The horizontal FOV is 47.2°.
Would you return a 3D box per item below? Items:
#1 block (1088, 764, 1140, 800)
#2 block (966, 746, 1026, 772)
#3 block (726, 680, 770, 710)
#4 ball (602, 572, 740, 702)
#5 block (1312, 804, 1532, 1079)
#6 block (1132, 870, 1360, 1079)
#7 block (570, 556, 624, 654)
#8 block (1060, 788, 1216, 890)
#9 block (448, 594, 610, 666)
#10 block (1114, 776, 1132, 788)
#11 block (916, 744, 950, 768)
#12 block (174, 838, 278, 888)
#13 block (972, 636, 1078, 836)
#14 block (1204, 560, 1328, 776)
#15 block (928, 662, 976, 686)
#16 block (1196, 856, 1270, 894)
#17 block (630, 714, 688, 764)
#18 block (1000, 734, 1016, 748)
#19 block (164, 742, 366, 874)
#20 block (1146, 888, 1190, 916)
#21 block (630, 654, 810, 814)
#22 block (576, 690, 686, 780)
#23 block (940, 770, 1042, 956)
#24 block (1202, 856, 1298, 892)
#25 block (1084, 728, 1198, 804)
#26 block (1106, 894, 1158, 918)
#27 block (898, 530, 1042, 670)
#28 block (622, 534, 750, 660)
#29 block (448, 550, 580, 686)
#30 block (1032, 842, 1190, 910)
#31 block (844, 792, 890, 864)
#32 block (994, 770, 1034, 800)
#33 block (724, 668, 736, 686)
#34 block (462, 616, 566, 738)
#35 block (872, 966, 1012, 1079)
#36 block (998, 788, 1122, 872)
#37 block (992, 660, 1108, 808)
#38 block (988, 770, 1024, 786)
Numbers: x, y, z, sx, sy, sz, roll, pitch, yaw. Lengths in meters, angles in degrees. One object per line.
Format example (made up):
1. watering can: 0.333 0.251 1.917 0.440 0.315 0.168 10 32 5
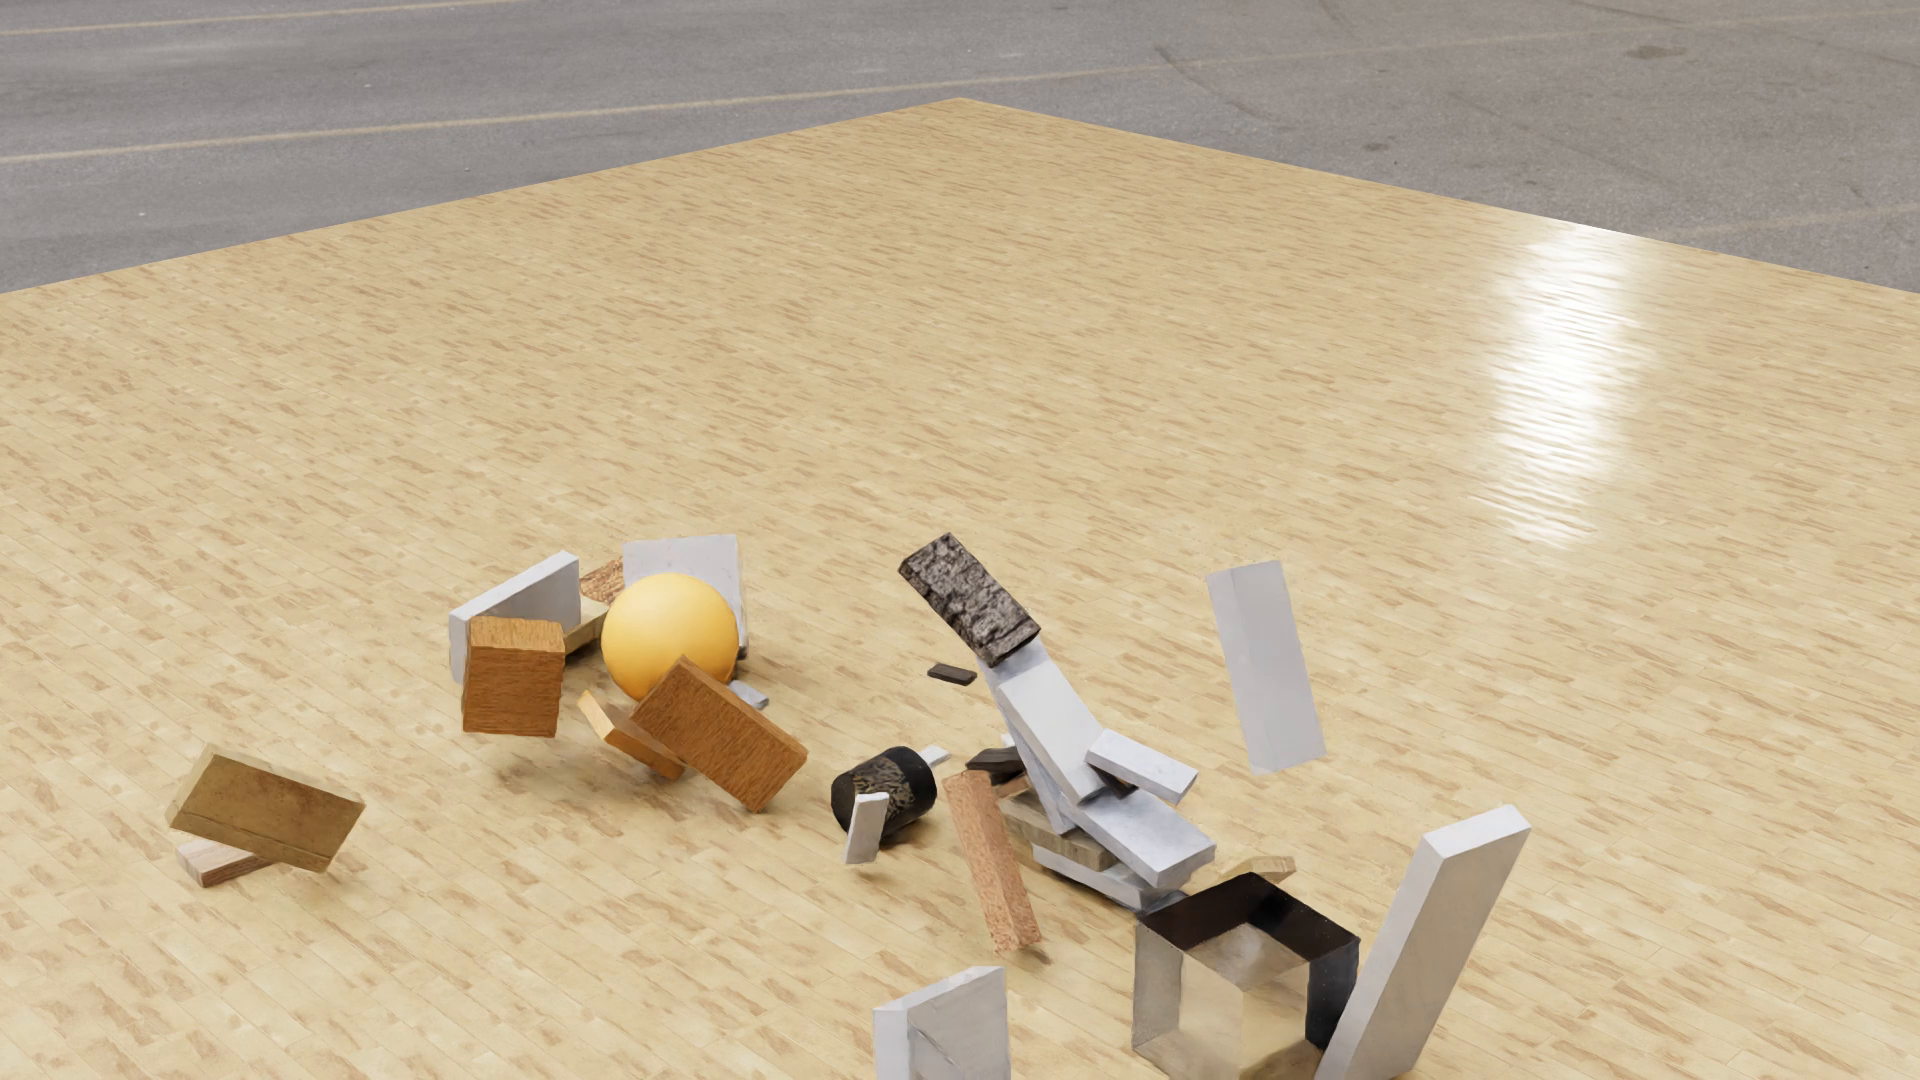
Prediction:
1. block: 0.286 0.432 4.071 0.049 0.014 0.099 -30 63 -26
2. block: 0.097 0.431 4.325 0.156 0.022 0.078 -7 13 34
3. block: -0.488 0.349 4.916 0.062 0.018 0.124 -19 29 -37
4. ball: -0.598 0.208 4.537 0.282 0.282 0.282 0 23 0
5. block: 0.720 0.660 3.460 0.178 0.599 0.050 -13 46 -28
6. block: 0.471 0.755 3.651 0.258 0.258 0.258 -16 28 -33
7. block: -0.902 0.170 5.259 0.176 0.050 0.495 17 31 30
8. block: 0.326 0.529 4.062 0.140 0.040 0.280 -21 37 -30
9. block: -0.981 0.220 5.036 0.176 0.050 0.353 21 34 25
10. block: 0.291 0.410 4.066 0.099 0.014 0.050 37 61 19
11. block: -0.073 0.465 4.647 0.050 0.014 0.101 20 30 38
12. block: -1.388 0.600 4.303 0.249 0.035 0.125 -18 29 -37
13. block: 0.159 0.353 4.211 0.132 0.406 0.037 -19 -10 -35
14. block: 0.535 0.220 3.838 0.050 0.356 0.178 -16 -5 37
15. block: -0.018 0.307 5.020 0.101 0.014 0.050 13 26 28
16. block: 0.463 0.627 3.944 0.050 0.275 0.014 3 59 -30
17. block: -0.604 0.417 4.732 0.249 0.035 0.125 17 28 35
18. block: 0.143 0.429 4.730 0.101 0.014 0.050 -7 24 -17
19. block: -1.295 0.504 4.110 0.324 0.162 0.046 28 8 -40
20. block: 0.390 0.693 4.069 0.063 0.018 0.126 31 36 19
21. block: -0.482 0.391 4.413 0.324 0.162 0.046 39 18 -12
22. block: -0.675 0.403 4.519 0.035 0.249 0.125 -46 51 2
23. block: 0.058 0.577 3.954 0.046 0.324 0.162 -21 -11 13
24. block: 0.479 0.632 3.916 0.094 0.287 0.027 3 59 -30
25. block: 0.330 0.412 4.008 0.187 0.027 0.094 24 30 17
26. block: 0.342 0.679 4.139 0.063 0.018 0.126 -19 29 -37
27. block: 0.018 0.113 4.207 0.265 0.037 0.132 46 49 13
28. block: -0.617 0.140 4.970 0.252 0.252 0.252 -4 -10 -3
29. block: -0.986 0.174 4.891 0.050 0.176 0.353 22 34 28
30. block: 0.286 0.611 4.180 0.140 0.040 0.280 -21 27 -39
31. block: -0.178 0.548 4.173 0.060 0.183 0.017 -4 44 -19
32. block: 0.130 0.466 4.294 0.078 0.022 0.156 -28 -1 -39
33. block: -0.552 0.314 4.960 0.062 0.018 0.124 -4 12 10
34. block: -0.924 0.281 4.541 0.186 0.186 0.186 5 16 -15
35. block: -0.020 0.717 3.086 0.050 0.178 0.355 -5 -3 22
36. block: 0.213 0.551 4.234 0.140 0.040 0.280 -22 28 -39
37. block: 0.193 0.361 4.136 0.132 0.037 0.265 -25 68 -33
38. block: 0.057 0.472 4.377 0.078 0.022 0.156 -26 3 -43
